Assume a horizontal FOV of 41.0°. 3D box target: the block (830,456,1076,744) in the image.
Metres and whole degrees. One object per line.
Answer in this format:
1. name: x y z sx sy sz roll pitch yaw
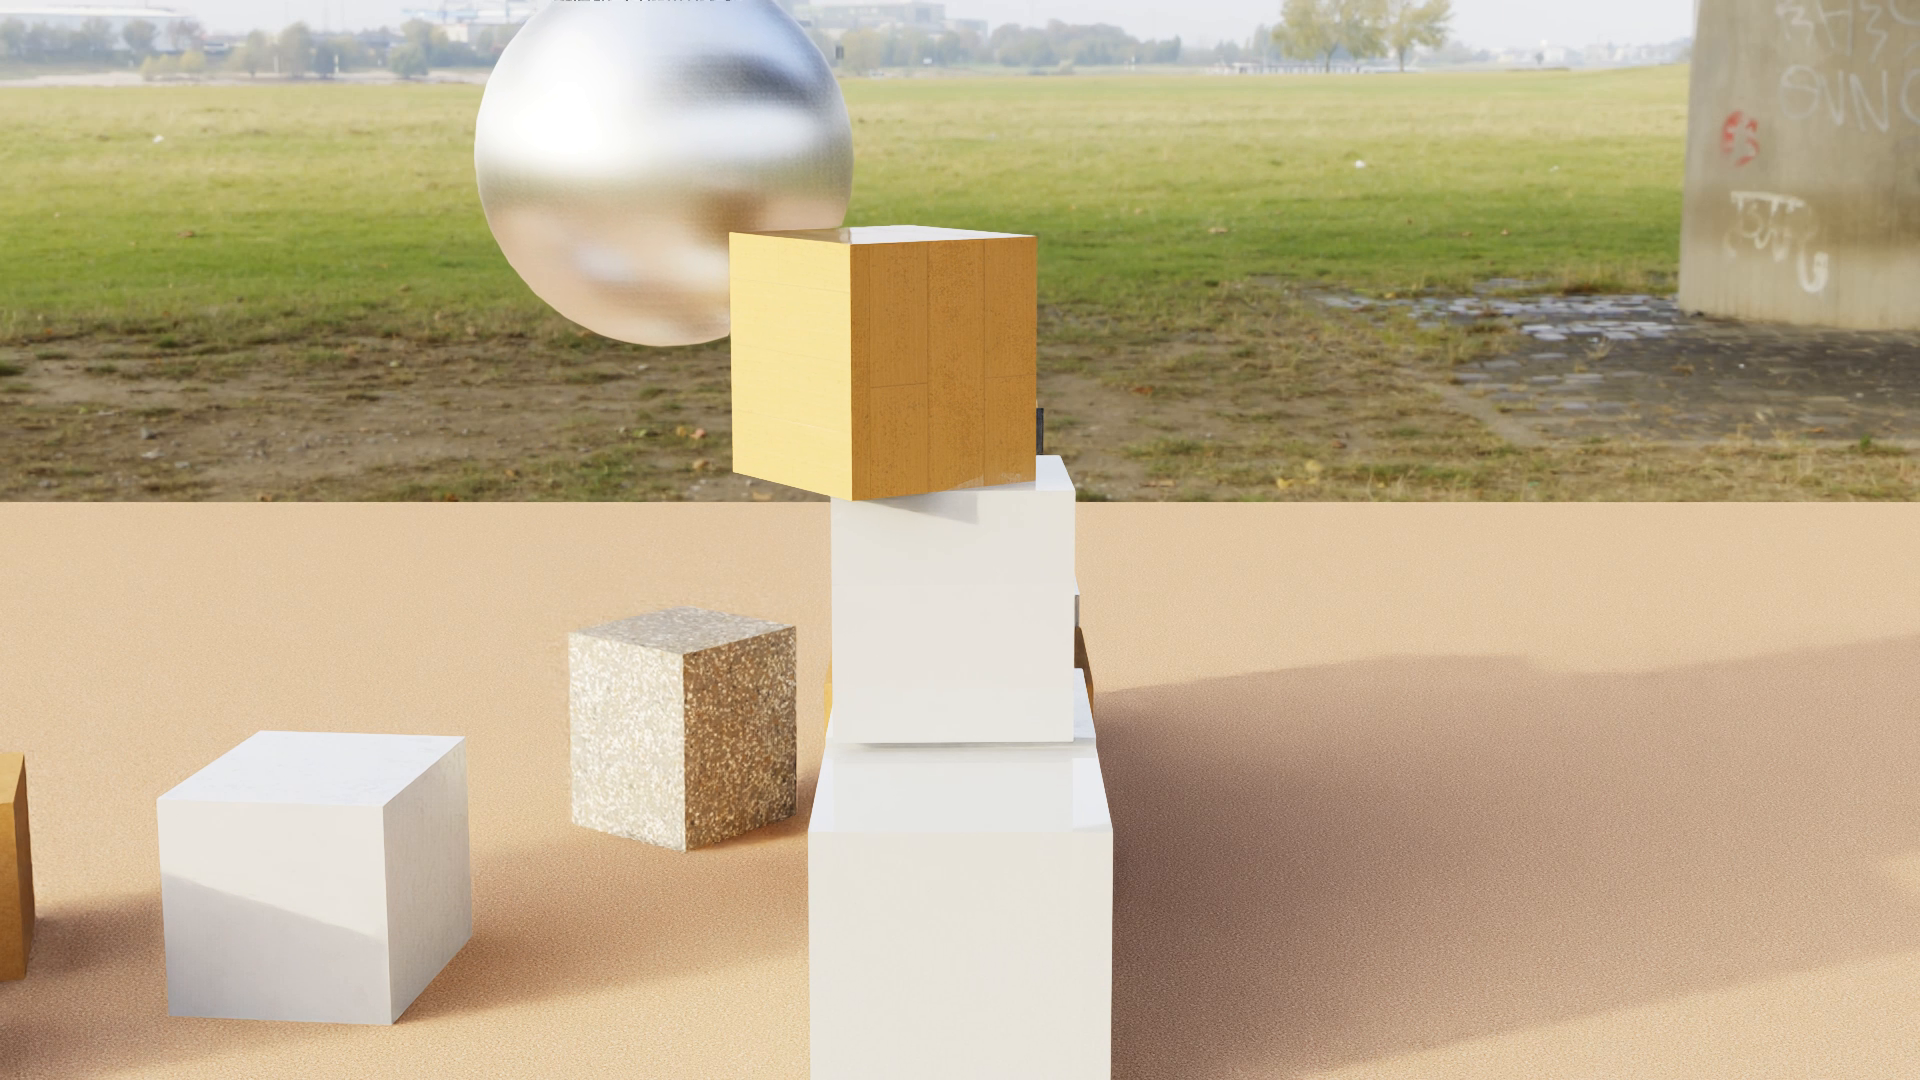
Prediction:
1. block: -0.036 0.209 9.901 0.895 0.947 0.878 0 10 -1

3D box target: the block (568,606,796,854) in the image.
1. block: -1.303 0.875 12.126 0.730 0.932 0.773 9 13 37

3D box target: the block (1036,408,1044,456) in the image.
1. block: -0.065 -0.103 11.581 0.871 0.821 0.906 1 15 2

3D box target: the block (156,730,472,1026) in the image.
1. block: -2.498 1.298 10.058 0.867 0.847 1.017 1 10 6

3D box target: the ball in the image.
1. ball: -1.248 -1.623 10.885 1.600 1.600 1.600 0 10 0

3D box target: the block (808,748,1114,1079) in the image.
1. block: 0.002 1.374 9.184 1.018 1.010 1.081 0 10 0

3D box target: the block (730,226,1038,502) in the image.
1. block: -0.293 -0.691 9.651 0.818 0.913 0.846 -7 12 -34

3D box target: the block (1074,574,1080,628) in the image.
1. block: -0.008 0.705 12.522 1.120 1.133 1.175 0 10 0

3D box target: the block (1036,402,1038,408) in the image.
1. block: 0.010 -0.251 12.440 0.732 0.777 0.724 0 10 1

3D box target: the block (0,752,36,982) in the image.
1. block: -4.138 1.323 10.282 0.734 0.718 0.786 -3 11 -16

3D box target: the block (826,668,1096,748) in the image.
1. block: 0.004 1.156 10.274 1.015 1.050 1.132 0 10 0

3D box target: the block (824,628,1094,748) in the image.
1. block: -0.005 0.986 11.399 1.129 0.981 1.113 0 10 0
